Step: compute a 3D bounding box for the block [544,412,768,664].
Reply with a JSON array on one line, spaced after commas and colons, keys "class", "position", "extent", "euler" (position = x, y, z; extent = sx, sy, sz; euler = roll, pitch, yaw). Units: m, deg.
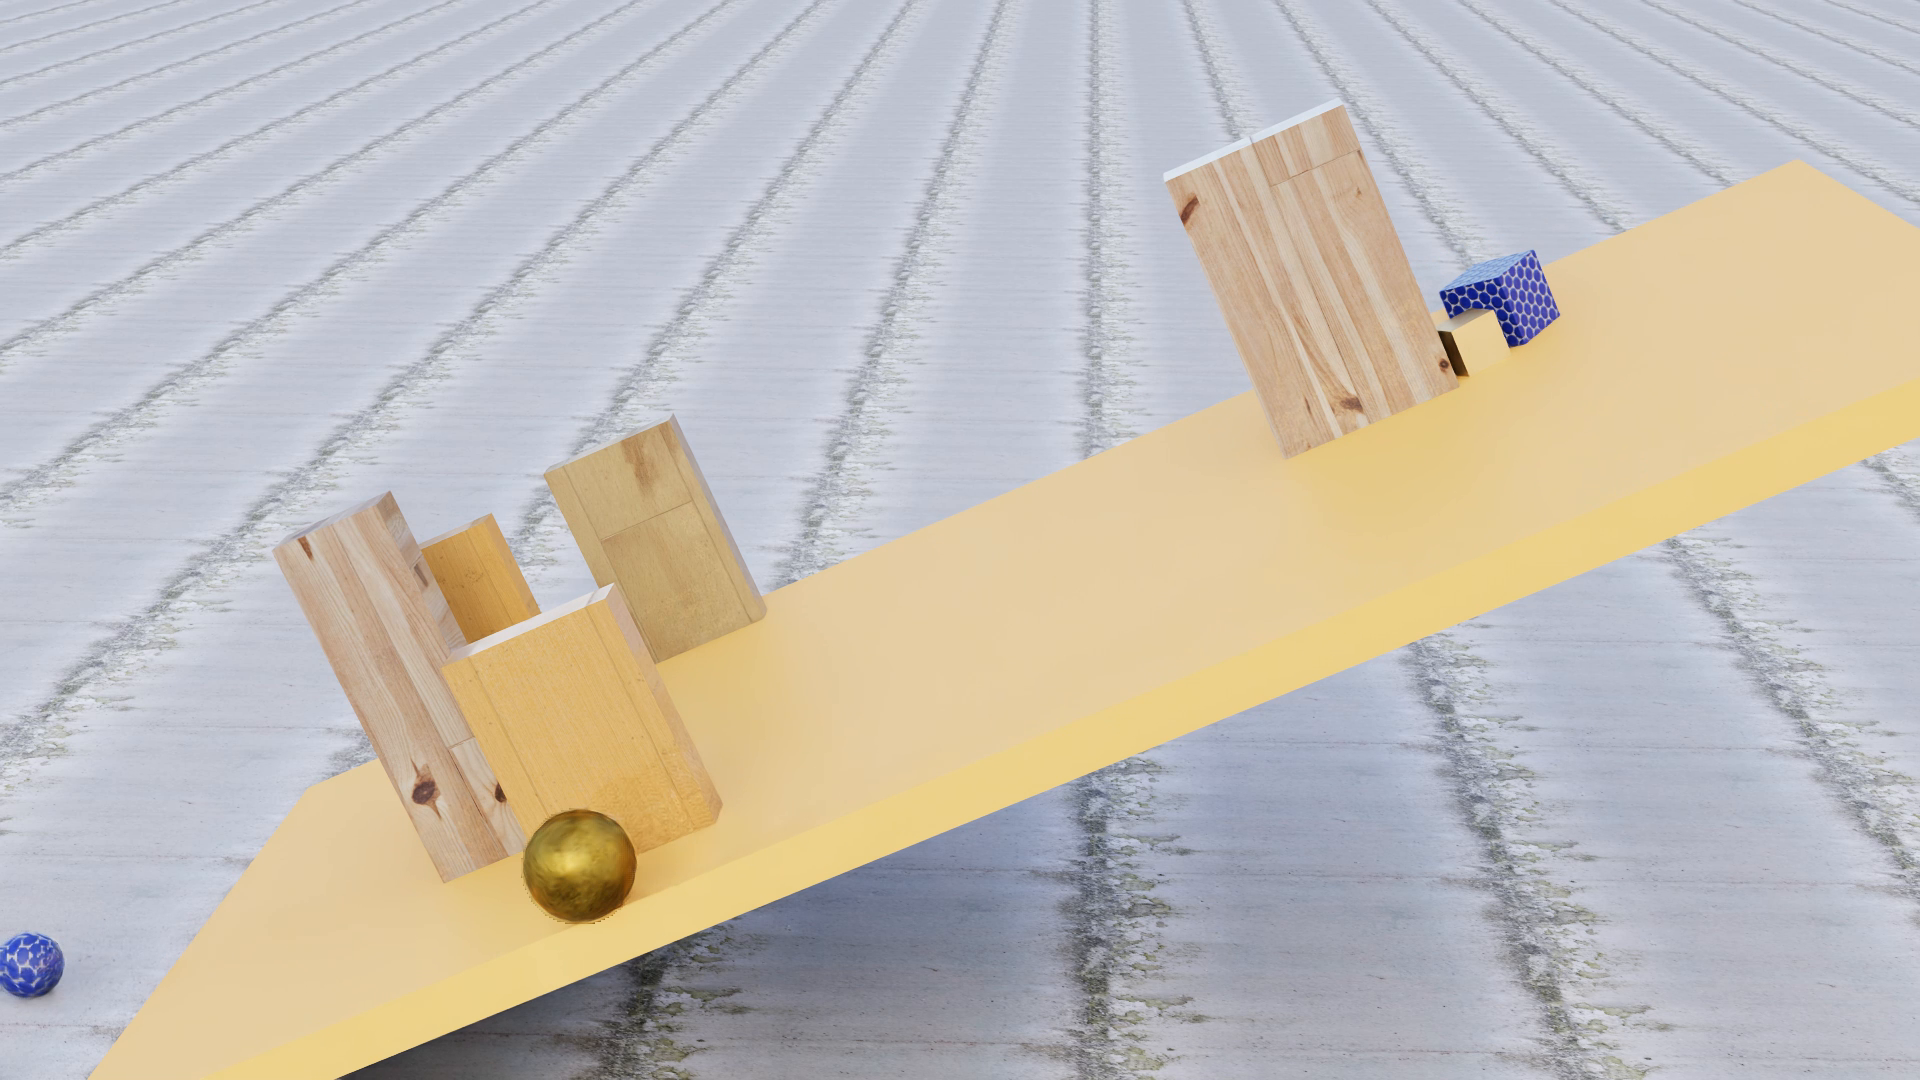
[{"class": "block", "position": [-0.733, 0.007, 7.103], "extent": [0.335, 0.536, 0.080], "euler": [-23, 13, 8]}]

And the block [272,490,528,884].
[{"class": "block", "position": [-1.117, 0.306, 6.054], "extent": [0.240, 0.780, 0.120], "euler": [-23, 13, 8]}]

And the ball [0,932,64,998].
[{"class": "ball", "position": [-2.049, 0.936, 6.477], "extent": [0.146, 0.146, 0.146], "euler": [0, 15, 0]}]

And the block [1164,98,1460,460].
[{"class": "block", "position": [0.757, -0.560, 6.336], "extent": [0.407, 0.662, 0.125], "euler": [-23, 13, 8]}]

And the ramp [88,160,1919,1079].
[{"class": "ramp", "position": [0.132, 0.170, 6.284], "extent": [4.000, 0.100, 2.000], "euler": [-23, 13, 8]}]

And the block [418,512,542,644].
[{"class": "block", "position": [-1.076, 0.298, 6.404], "extent": [0.409, 0.605, 0.083], "euler": [-23, 13, 8]}]

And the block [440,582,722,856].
[{"class": "block", "position": [-0.727, 0.381, 5.685], "extent": [0.351, 0.491, 0.110], "euler": [-23, 13, 8]}]

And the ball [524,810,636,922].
[{"class": "ball", "position": [-0.698, 0.598, 5.401], "extent": [0.206, 0.206, 0.206], "euler": [0, 15, 0]}]

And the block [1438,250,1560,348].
[{"class": "block", "position": [1.195, -0.523, 6.513], "extent": [0.162, 0.162, 0.162], "euler": [-11, 18, 46]}]

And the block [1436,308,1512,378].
[{"class": "block", "position": [1.113, -0.431, 6.413], "extent": [0.109, 0.109, 0.109], "euler": [-27, 13, -12]}]
